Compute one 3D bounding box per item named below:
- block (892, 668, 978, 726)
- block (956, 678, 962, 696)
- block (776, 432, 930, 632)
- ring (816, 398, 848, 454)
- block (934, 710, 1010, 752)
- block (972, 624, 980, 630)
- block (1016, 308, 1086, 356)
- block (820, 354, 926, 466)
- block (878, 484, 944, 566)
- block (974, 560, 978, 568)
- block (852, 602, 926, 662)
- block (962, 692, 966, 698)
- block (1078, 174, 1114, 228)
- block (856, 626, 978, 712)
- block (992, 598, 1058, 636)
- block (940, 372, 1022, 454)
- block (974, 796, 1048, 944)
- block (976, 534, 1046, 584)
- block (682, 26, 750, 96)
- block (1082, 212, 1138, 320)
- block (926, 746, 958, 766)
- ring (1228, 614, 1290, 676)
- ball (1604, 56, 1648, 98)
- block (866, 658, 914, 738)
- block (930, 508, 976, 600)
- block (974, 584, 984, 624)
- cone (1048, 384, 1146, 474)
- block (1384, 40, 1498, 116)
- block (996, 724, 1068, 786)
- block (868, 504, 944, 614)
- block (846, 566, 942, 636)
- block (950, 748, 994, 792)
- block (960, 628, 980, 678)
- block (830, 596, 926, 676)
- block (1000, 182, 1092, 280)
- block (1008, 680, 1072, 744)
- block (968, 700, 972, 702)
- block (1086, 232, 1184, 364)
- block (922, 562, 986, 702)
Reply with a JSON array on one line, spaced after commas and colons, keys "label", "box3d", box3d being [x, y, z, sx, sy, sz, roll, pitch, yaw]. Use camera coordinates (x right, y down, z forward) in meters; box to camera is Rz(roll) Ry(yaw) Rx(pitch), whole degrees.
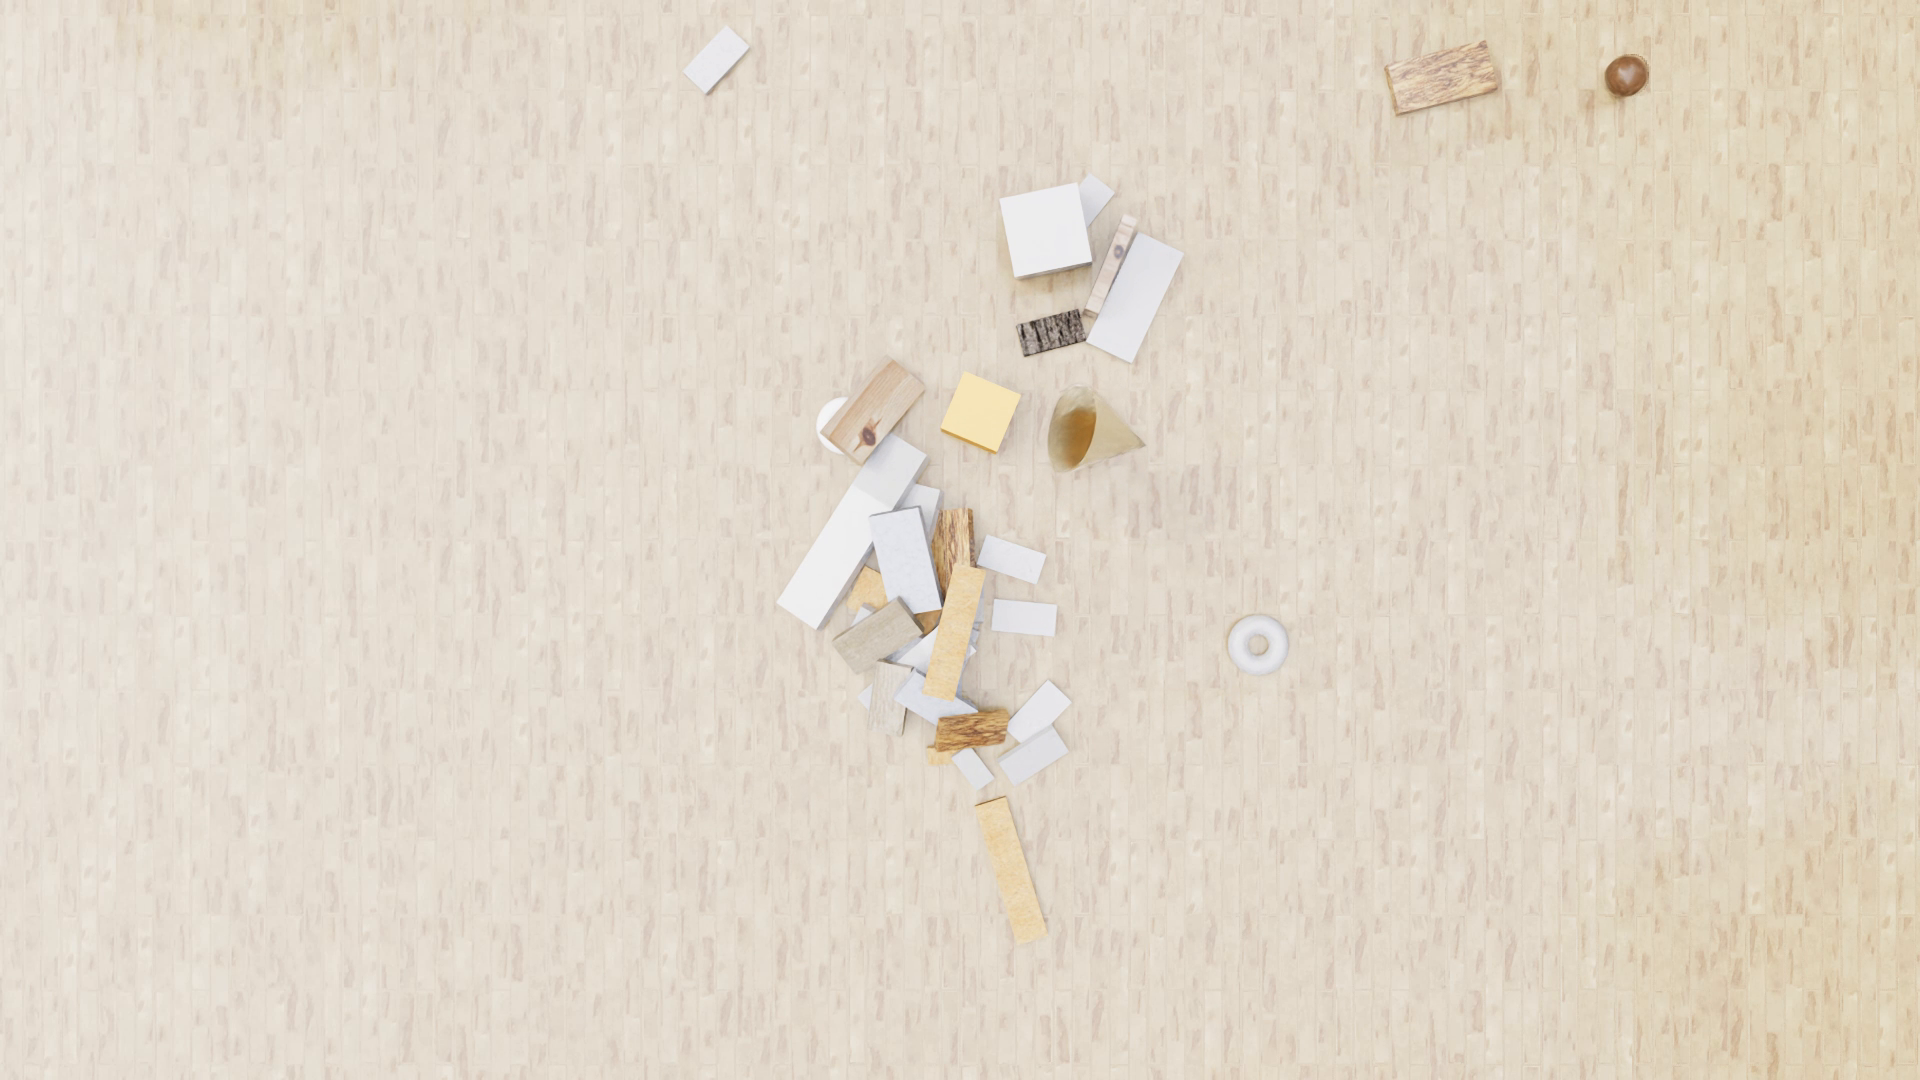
[{"label": "block", "box3d": [-0.080, 0.531, 5.382, 0.257, 0.034, 0.120, 34, 105, -21]}, {"label": "block", "box3d": [-0.027, 0.489, 5.458, 0.063, 0.018, 0.125, -1, 56, 0]}, {"label": "block", "box3d": [-0.351, -0.031, 5.448, 0.171, 0.048, 0.677, 32, 90, 20]}, {"label": "ring", "box3d": [-0.381, -0.379, 5.469, 0.192, 0.064, 0.192, 0, 89, 1]}, {"label": "block", "box3d": [0.039, 0.626, 5.412, 0.239, 0.034, 0.120, -5, 124, -22]}, {"label": "block", "box3d": [0.029, 0.272, 5.448, 0.070, 0.020, 0.140, 11, 69, 5]}, {"label": "block", "box3d": [0.303, -0.689, 5.485, 0.213, 0.030, 0.107, -15, 90, 0]}, {"label": "block", "box3d": [-0.287, -0.428, 5.424, 0.171, 0.048, 0.342, 40, 74, -5]}, {"label": "block", "box3d": [-0.160, -0.037, 5.453, 0.147, 0.042, 0.293, 14, 90, 23]}, {"label": "block", "box3d": [0.004, 0.060, 5.469, 0.085, 0.024, 0.169, -16, 77, 0]}, {"label": "block", "box3d": [-0.227, 0.335, 5.452, 0.283, 0.040, 0.141, 28, 113, -1]}, {"label": "block", "box3d": [-0.015, 0.578, 5.468, 0.074, 0.021, 0.148, -1, 89, 0]}, {"label": "block", "box3d": [0.407, -1.102, 5.485, 0.107, 0.030, 0.213, 38, 90, 0]}, {"label": "block", "box3d": [-0.140, 0.435, 5.414, 0.424, 0.040, 0.141, -41, 89, 18]}, {"label": "block", "box3d": [0.213, 0.258, 5.485, 0.210, 0.030, 0.105, 6, 90, 0]}, {"label": "block", "box3d": [0.067, -0.414, 5.401, 0.198, 0.198, 0.198, 23, 90, 0]}, {"label": "block", "box3d": [0.171, 1.099, 5.485, 0.108, 0.031, 0.481, -17, 90, 0]}, {"label": "block", "box3d": [0.171, 0.065, 5.485, 0.210, 0.030, 0.105, 19, 90, 0]}, {"label": "block", "box3d": [-0.809, -1.595, 5.485, 0.107, 0.030, 0.213, 43, 90, 0]}, {"label": "block", "box3d": [0.490, -0.895, 5.416, 0.047, 0.167, 0.335, 22, 90, 0]}, {"label": "block", "box3d": [-0.045, 0.713, 5.481, 0.125, 0.018, 0.063, -3, 110, 0]}, {"label": "ring", "box3d": [0.990, 0.348, 5.466, 0.204, 0.068, 0.204, 0, 91, 0]}, {"label": "ball", "box3d": [2.193, -1.527, 5.434, 0.133, 0.133, 0.133, 0, 90, 0]}, {"label": "block", "box3d": [-0.230, 0.518, 5.415, 0.120, 0.034, 0.239, 11, 104, 12]}, {"label": "block", "box3d": [-0.028, 0.048, 5.432, 0.147, 0.042, 0.293, -6, 82, 24]}, {"label": "block", "box3d": [0.036, 0.192, 5.457, 0.085, 0.024, 0.169, 0, 68, 1]}, {"label": "cone", "box3d": [0.492, -0.338, 5.434, 0.296, 0.296, 0.296, 11, 90, -27]}, {"label": "block", "box3d": [1.596, -1.533, 5.476, 0.335, 0.047, 0.167, -14, 90, 0]}, {"label": "block", "box3d": [0.241, 0.714, 5.464, 0.216, 0.031, 0.108, -32, 114, 0]}, {"label": "block", "box3d": [-0.175, 0.070, 5.372, 0.171, 0.048, 0.342, -11, 101, 13]}, {"label": "block", "box3d": [-0.216, 0.217, 5.479, 0.293, 0.042, 0.147, 27, 90, 0]}, {"label": "block", "box3d": [0.042, 0.754, 5.471, 0.074, 0.021, 0.148, -36, 105, 0]}, {"label": "block", "box3d": [-0.004, 0.358, 5.405, 0.085, 0.024, 0.169, 24, 101, 8]}, {"label": "block", "box3d": [-0.270, 0.314, 5.409, 0.283, 0.040, 0.141, -33, 101, 20]}, {"label": "block", "box3d": [0.283, -0.997, 5.351, 0.250, 0.250, 0.250, -11, 95, 6]}, {"label": "block", "box3d": [0.258, 0.579, 5.485, 0.108, 0.031, 0.216, 43, 90, 0]}, {"label": "block", "box3d": [0.000, 0.603, 5.490, 0.074, 0.021, 0.148, 1, 90, 0]}, {"label": "block", "box3d": [0.579, -0.802, 5.476, 0.167, 0.047, 0.403, 25, 90, 0]}, {"label": "block", "box3d": [-0.019, 0.297, 5.313, 0.105, 0.030, 0.434, 14, 88, -1]}]
